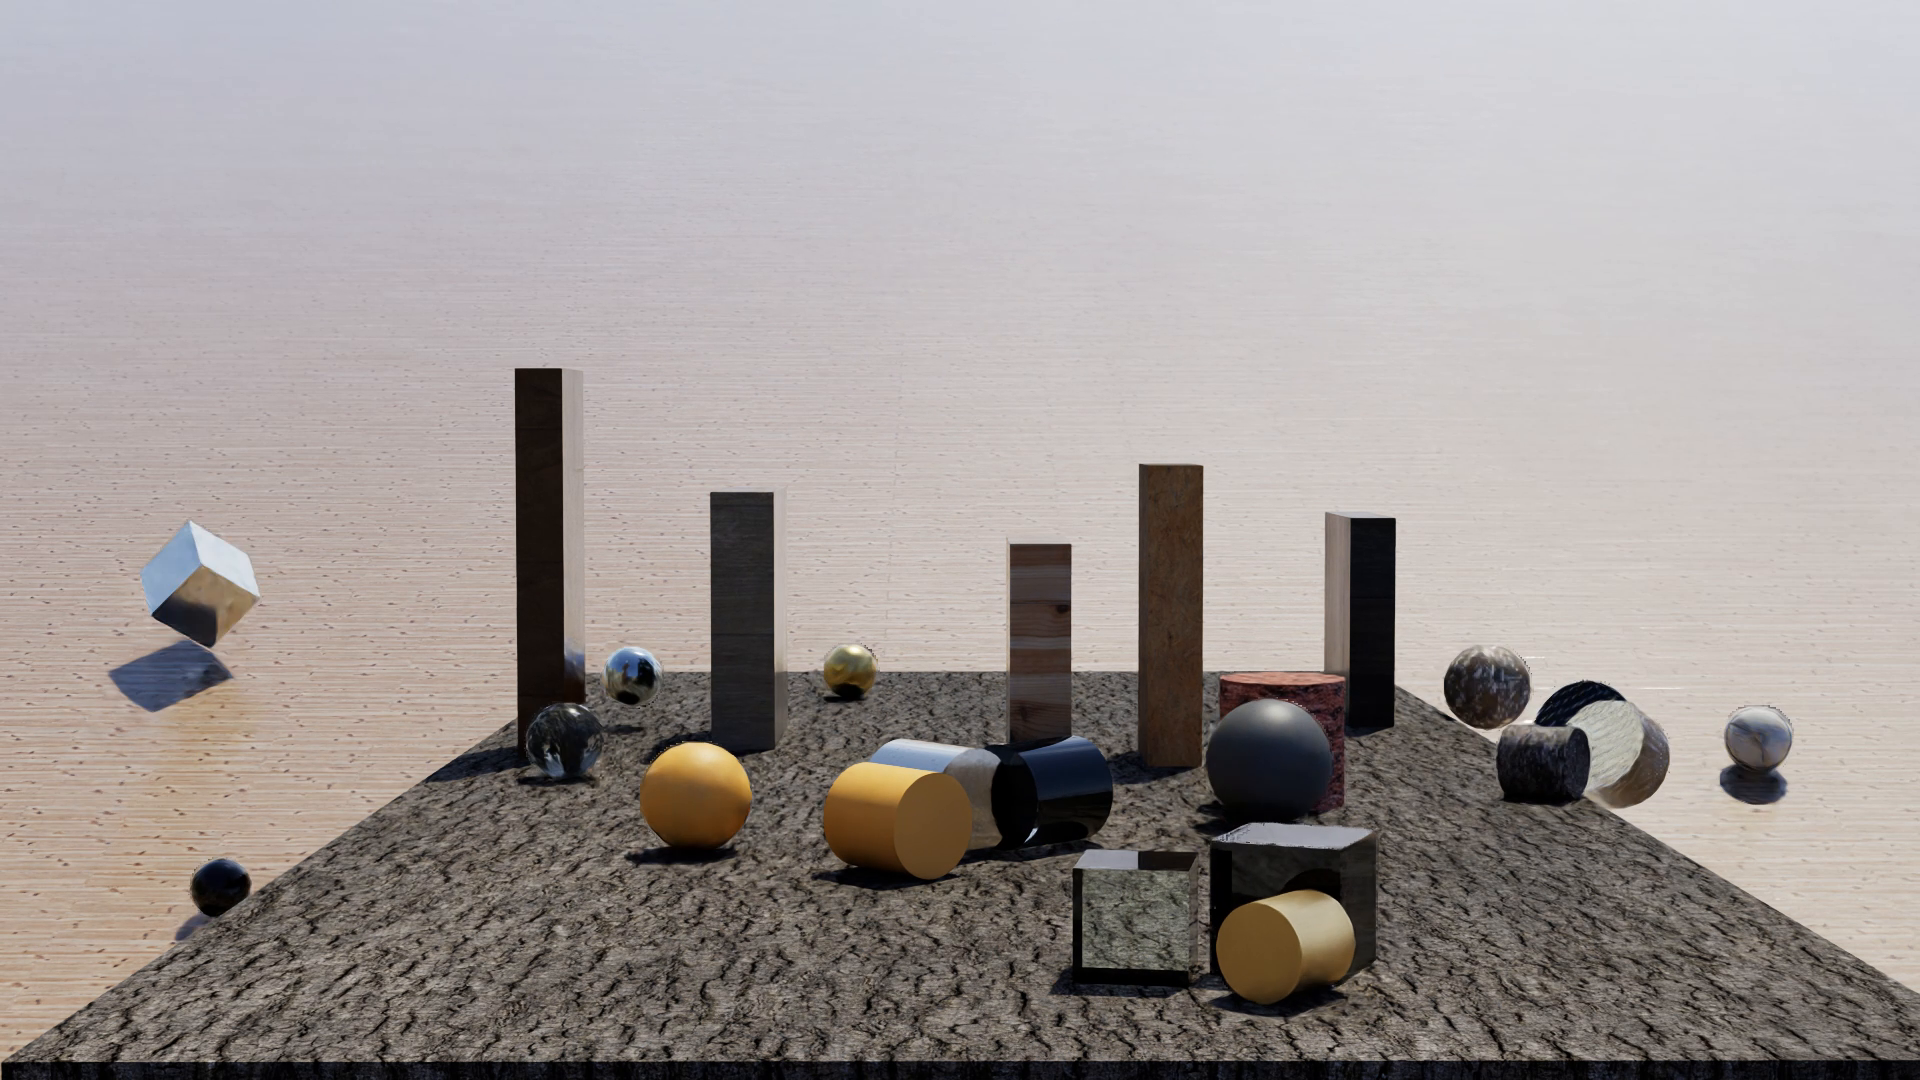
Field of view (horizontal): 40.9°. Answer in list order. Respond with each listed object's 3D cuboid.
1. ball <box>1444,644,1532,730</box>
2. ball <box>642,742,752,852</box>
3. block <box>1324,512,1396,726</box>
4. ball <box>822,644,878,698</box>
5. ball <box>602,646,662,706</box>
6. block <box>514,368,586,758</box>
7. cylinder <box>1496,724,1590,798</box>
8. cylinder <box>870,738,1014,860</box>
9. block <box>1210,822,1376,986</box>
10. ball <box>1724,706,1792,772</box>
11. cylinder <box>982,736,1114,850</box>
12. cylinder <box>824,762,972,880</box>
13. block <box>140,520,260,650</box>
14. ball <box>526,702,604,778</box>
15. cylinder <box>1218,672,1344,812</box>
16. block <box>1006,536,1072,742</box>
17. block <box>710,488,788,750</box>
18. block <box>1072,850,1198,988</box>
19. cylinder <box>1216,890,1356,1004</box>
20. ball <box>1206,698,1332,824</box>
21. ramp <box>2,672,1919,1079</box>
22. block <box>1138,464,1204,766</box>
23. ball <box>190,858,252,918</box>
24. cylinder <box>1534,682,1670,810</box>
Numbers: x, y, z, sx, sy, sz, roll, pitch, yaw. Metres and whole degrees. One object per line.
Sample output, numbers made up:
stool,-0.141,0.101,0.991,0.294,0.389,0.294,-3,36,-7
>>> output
ball,1.132,0.316,5.525,0.184,0.184,0.184,0,23,0
ball,-0.387,0.377,3.779,0.161,0.161,0.161,0,23,0
block,0.854,0.162,5.514,0.094,0.433,0.366,0,3,0
ball,-0.252,0.300,5.903,0.124,0.124,0.124,0,23,0
ball,-0.680,0.283,5.334,0.124,0.124,0.124,0,23,0
block,-0.786,0.039,4.945,0.089,0.732,0.269,0,3,0
cylinder,0.982,0.372,4.330,0.118,0.118,0.118,1,19,34
cylinder,-0.035,0.378,3.768,0.160,0.160,0.160,-21,16,-40
block,0.385,0.417,2.970,0.153,0.153,0.153,1,3,24
ball,1.927,0.480,6.215,0.161,0.161,0.161,0,23,0
cylinder,0.117,0.376,3.838,0.157,0.157,0.157,-2,19,-43
cylinder,-0.087,0.392,3.599,0.148,0.148,0.148,-21,16,-40
block,-2.013,0.120,6.816,0.200,0.200,0.200,38,13,-41
ball,-0.701,0.355,4.566,0.136,0.136,0.136,0,23,0
cylinder,0.533,0.332,4.264,0.207,0.207,0.207,0,3,0
block,0.123,0.221,4.089,0.094,0.445,0.294,0,3,0
block,-0.419,0.147,5.144,0.122,0.497,0.385,0,3,0
block,0.202,0.430,2.939,0.130,0.130,0.130,0,3,10
cylinder,0.358,0.446,2.826,0.110,0.110,0.110,18,13,37
ball,0.484,0.347,4.036,0.196,0.196,0.196,0,23,0
ramp,0.052,0.473,4.536,2.000,0.100,4.000,0,3,0
block,0.394,0.134,4.827,0.101,0.551,0.243,0,3,0
ball,-1.606,0.757,5.594,0.128,0.128,0.128,0,23,0
cylinder,1.108,0.355,4.444,0.180,0.180,0.180,19,-7,38
